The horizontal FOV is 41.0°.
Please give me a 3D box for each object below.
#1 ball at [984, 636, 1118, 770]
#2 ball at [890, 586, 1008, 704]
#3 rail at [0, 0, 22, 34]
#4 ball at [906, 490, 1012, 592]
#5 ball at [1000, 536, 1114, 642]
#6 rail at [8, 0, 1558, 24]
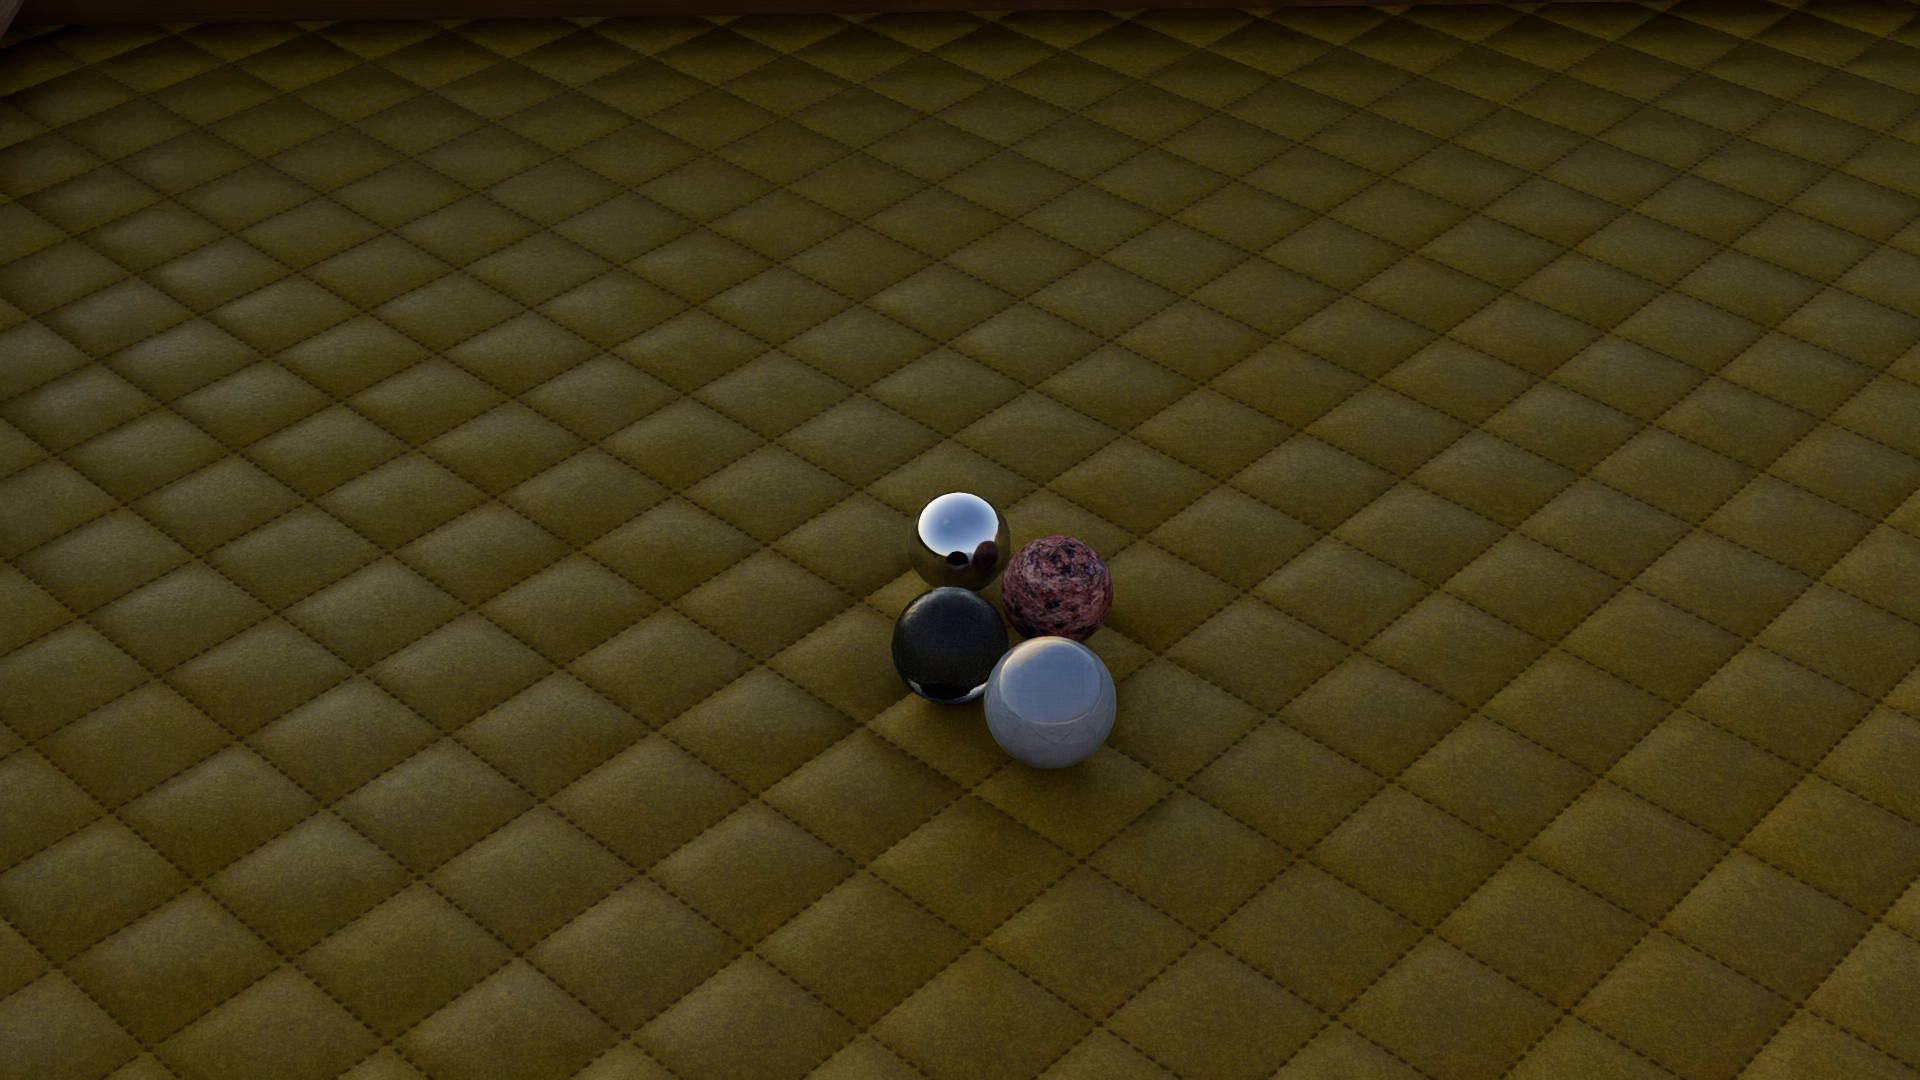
[{"bbox_3d":[0.053,0.096,1.514,0.079,0.079,0.079,0,36,0],"label":"ball"},{"bbox_3d":[-0.006,0.064,1.564,0.072,0.072,0.072,0,36,0],"label":"ball"},{"bbox_3d":[-0.829,0.004,1.619,0.045,0.102,1.778,-1,36,-2],"label":"rail"},{"bbox_3d":[-0.001,0.002,1.654,0.067,0.067,0.067,0,36,0],"label":"ball"},{"bbox_3d":[0.061,0.032,1.609,0.071,0.071,0.071,0,36,0],"label":"ball"},{"bbox_3d":[0.822,-0.539,2.366,3.414,0.102,0.045,-1,36,-2],"label":"rail"}]
